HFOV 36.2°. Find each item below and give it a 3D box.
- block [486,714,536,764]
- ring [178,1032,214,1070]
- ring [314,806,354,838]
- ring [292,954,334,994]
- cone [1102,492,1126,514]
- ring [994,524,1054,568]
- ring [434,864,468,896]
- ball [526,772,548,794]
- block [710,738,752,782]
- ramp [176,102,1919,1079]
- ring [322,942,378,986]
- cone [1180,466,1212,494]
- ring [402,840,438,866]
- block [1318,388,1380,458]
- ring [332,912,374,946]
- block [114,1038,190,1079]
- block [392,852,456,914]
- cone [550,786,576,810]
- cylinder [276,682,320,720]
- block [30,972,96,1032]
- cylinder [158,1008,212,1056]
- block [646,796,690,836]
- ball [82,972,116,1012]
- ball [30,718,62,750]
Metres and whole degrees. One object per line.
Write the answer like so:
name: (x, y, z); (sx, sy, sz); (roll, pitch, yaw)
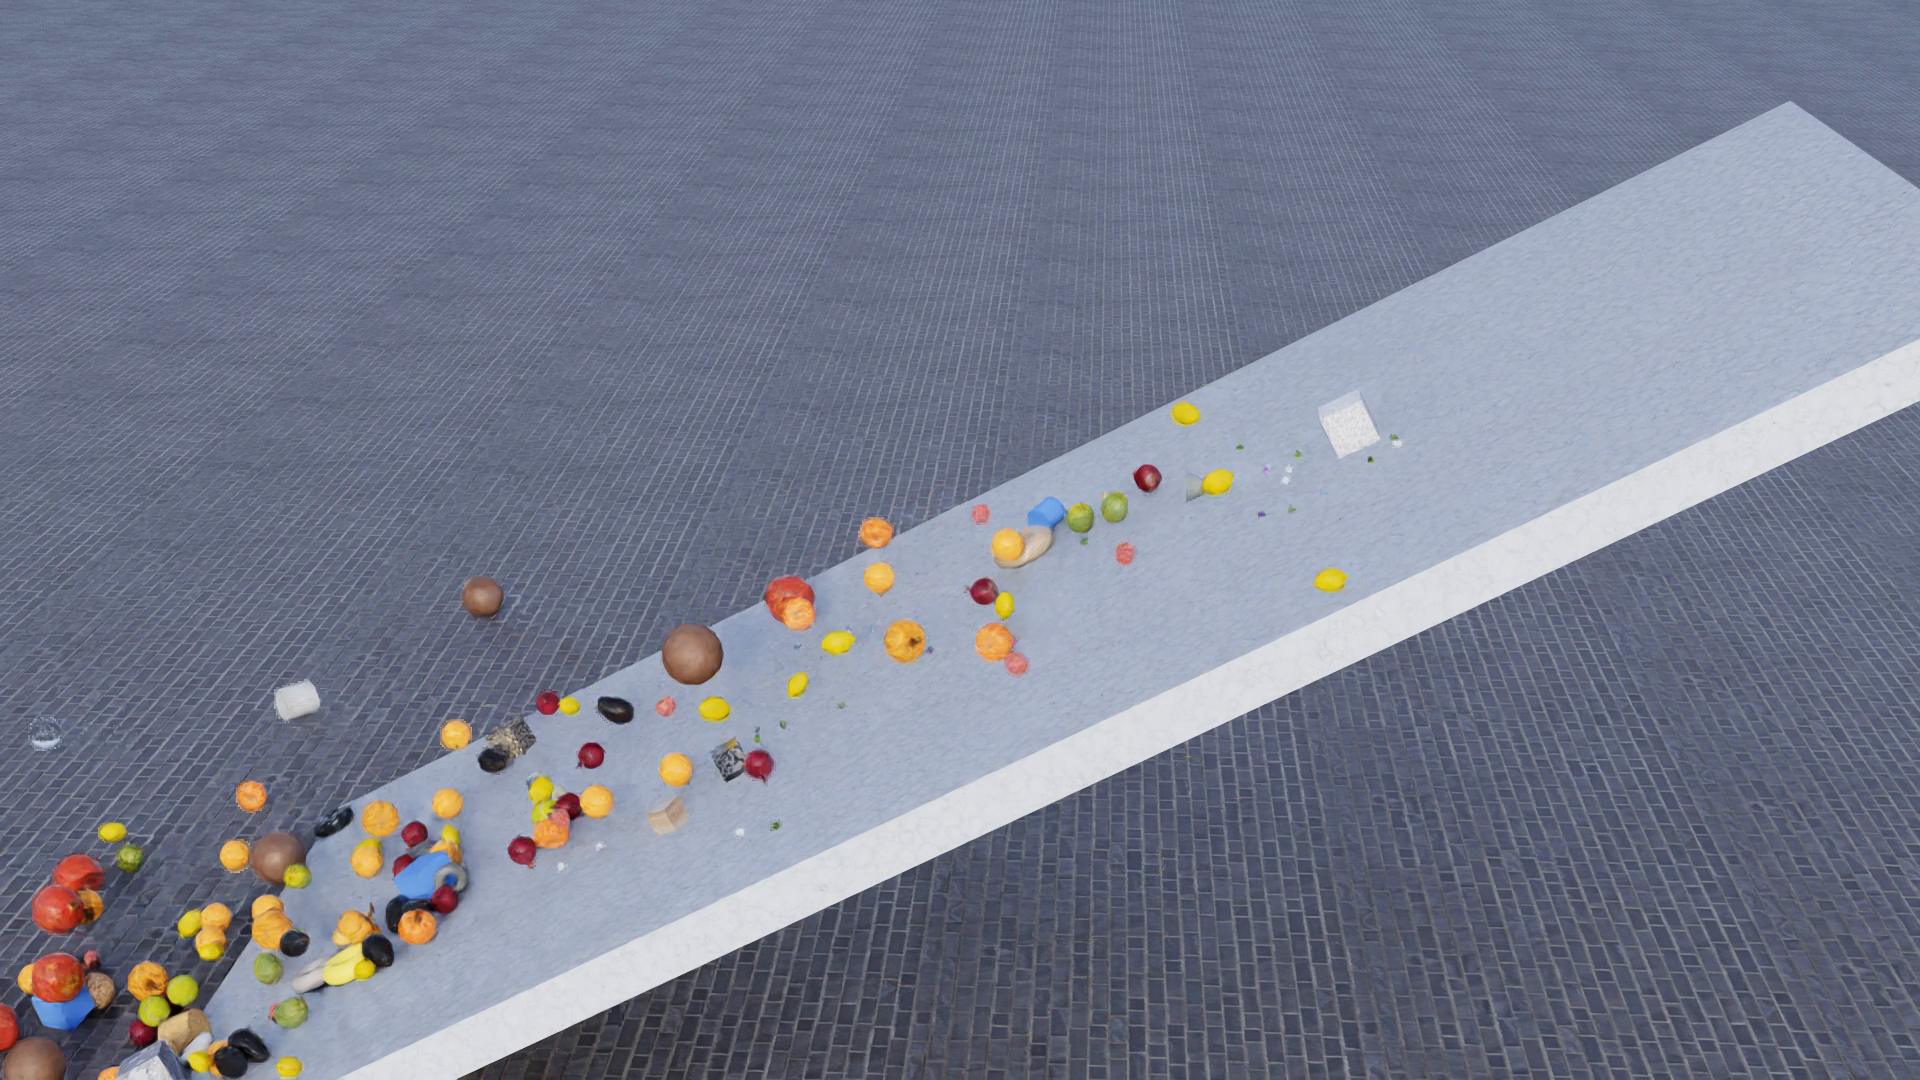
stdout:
block: (-1.095, 0.486, 7.171); (0.075, 0.075, 0.075); (-22, 15, 23)
ring: (-1.590, 1.062, 6.113); (0.094, 0.031, 0.094); (-43, 10, 9)
ring: (-1.572, 0.708, 7.381); (0.111, 0.037, 0.111); (-28, 14, 8)
ring: (-1.360, 0.917, 6.215); (0.112, 0.037, 0.112); (-28, 13, 7)
cone: (0.342, -0.082, 6.527); (0.050, 0.050, 0.050); (-2, 17, -2)
ring: (0.141, 0.015, 6.518); (0.144, 0.048, 0.144); (-26, 15, 8)
ring: (-1.081, 0.722, 6.247); (0.075, 0.075, 0.025); (-8, 34, -25)
ball: (-0.965, 0.555, 6.719); (0.050, 0.050, 0.050); (0, 17, 0)
block: (-0.475, 0.456, 6.103); (0.060, 0.060, 0.060); (-29, 14, -3)
ramp: (0.140, 0.167, 6.281); (4.000, 0.100, 2.000); (-26, 14, 10)
ring: (-1.273, 0.886, 6.148); (0.127, 0.042, 0.127); (-25, 14, 7)
cone: (0.517, -0.113, 6.285); (0.067, 0.067, 0.067); (27, 23, 11)
ring: (-1.231, 0.716, 6.703); (0.091, 0.030, 0.091); (-28, 13, 7)
block: (0.801, -0.240, 6.054); (0.093, 0.093, 0.093); (-25, 14, 12)
ring: (-1.319, 0.846, 6.397); (0.100, 0.033, 0.100); (-28, 13, 7)
block: (-1.647, 1.096, 5.998); (0.098, 0.098, 0.098); (-28, 14, 0)
block: (-1.141, 0.736, 6.323); (0.091, 0.091, 0.091); (-15, 19, 44)
cone: (-0.869, 0.574, 6.521); (0.053, 0.053, 0.053); (5, 17, 30)
cylinder: (-1.904, 0.462, 8.450); (0.092, 0.092, 0.092); (-15, 23, -35)
block: (-2.003, 1.032, 6.568); (0.084, 0.084, 0.084); (7, 40, 24)
cylinder: (-1.641, 1.041, 6.224); (0.079, 0.079, 0.079); (-24, 11, 17)
block: (-0.592, 0.561, 5.965); (0.054, 0.054, 0.054); (-17, 18, 38)
ball: (-1.956, 1.021, 6.654); (0.088, 0.088, 0.088); (0, 17, 0)
ball: (-2.556, 0.542, 8.222); (0.086, 0.086, 0.086); (0, 17, 0)
